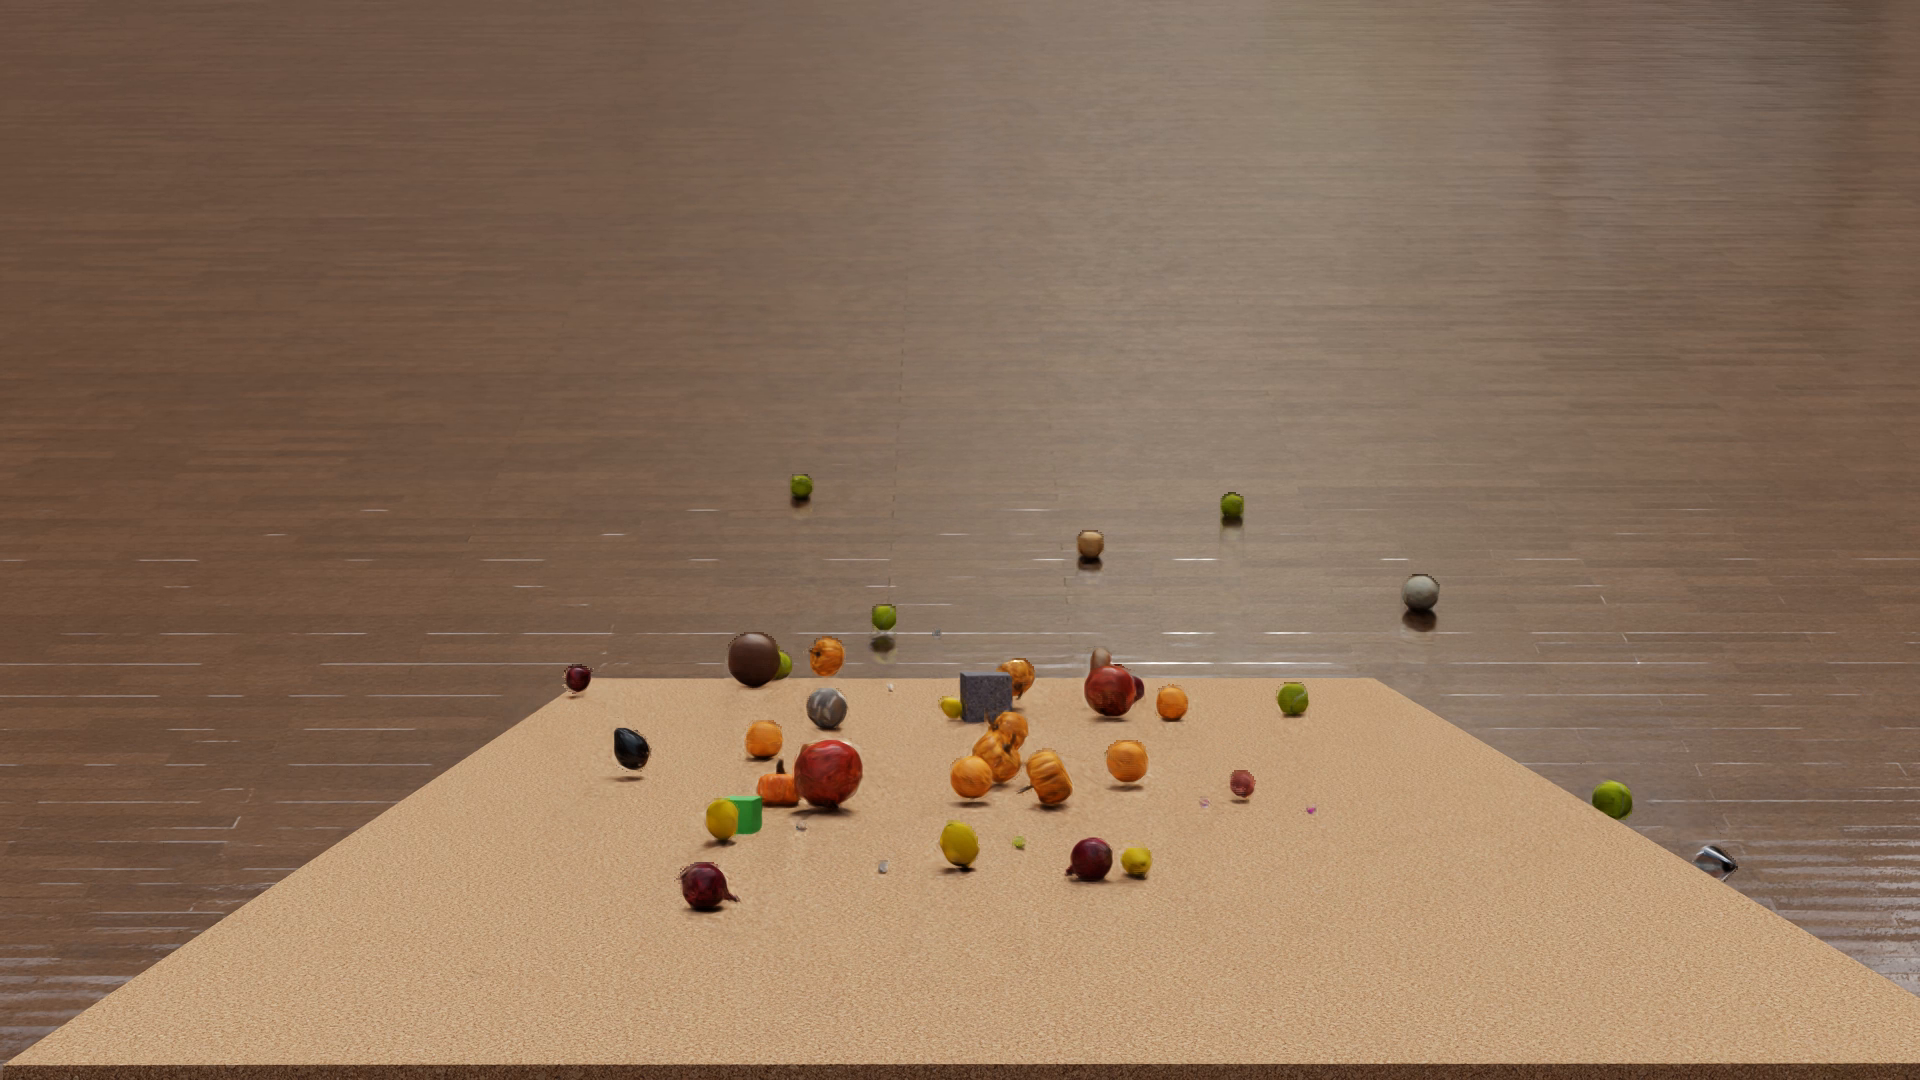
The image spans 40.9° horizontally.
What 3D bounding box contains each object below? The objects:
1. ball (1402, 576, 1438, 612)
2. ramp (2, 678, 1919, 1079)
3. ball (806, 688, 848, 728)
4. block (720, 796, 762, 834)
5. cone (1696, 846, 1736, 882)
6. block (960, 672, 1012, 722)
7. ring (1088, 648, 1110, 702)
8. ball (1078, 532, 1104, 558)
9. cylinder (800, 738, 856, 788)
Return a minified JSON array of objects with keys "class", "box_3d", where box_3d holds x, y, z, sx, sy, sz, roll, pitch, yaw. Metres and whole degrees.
[{"class":"ball","box_3d":[1.274,0.149,7.117,0.100,0.100,0.100,0,23,0]},{"class":"ramp","box_3d":[0.053,0.484,4.539,2.000,0.100,4.000,0,2,0]},{"class":"ball","box_3d":[-0.280,0.354,5.432,0.086,0.086,0.086,0,23,0]},{"class":"block","box_3d":[-0.342,0.430,4.031,0.051,0.051,0.051,0,2,12]},{"class":"cone","box_3d":[1.348,0.575,4.539,0.072,0.072,0.072,-10,-3,-22]},{"class":"block","box_3d":[0.056,0.340,5.593,0.100,0.100,0.100,0,2,-7]},{"class":"ring","box_3d":[0.322,0.312,5.946,0.042,0.127,0.127,5,23,1]},{"class":"ball","box_3d":[0.379,0.014,7.461,0.077,0.077,0.077,0,23,0]},{"class":"cylinder","box_3d":[-0.232,0.393,4.534,0.077,0.077,0.077,-5,23,-24]}]
